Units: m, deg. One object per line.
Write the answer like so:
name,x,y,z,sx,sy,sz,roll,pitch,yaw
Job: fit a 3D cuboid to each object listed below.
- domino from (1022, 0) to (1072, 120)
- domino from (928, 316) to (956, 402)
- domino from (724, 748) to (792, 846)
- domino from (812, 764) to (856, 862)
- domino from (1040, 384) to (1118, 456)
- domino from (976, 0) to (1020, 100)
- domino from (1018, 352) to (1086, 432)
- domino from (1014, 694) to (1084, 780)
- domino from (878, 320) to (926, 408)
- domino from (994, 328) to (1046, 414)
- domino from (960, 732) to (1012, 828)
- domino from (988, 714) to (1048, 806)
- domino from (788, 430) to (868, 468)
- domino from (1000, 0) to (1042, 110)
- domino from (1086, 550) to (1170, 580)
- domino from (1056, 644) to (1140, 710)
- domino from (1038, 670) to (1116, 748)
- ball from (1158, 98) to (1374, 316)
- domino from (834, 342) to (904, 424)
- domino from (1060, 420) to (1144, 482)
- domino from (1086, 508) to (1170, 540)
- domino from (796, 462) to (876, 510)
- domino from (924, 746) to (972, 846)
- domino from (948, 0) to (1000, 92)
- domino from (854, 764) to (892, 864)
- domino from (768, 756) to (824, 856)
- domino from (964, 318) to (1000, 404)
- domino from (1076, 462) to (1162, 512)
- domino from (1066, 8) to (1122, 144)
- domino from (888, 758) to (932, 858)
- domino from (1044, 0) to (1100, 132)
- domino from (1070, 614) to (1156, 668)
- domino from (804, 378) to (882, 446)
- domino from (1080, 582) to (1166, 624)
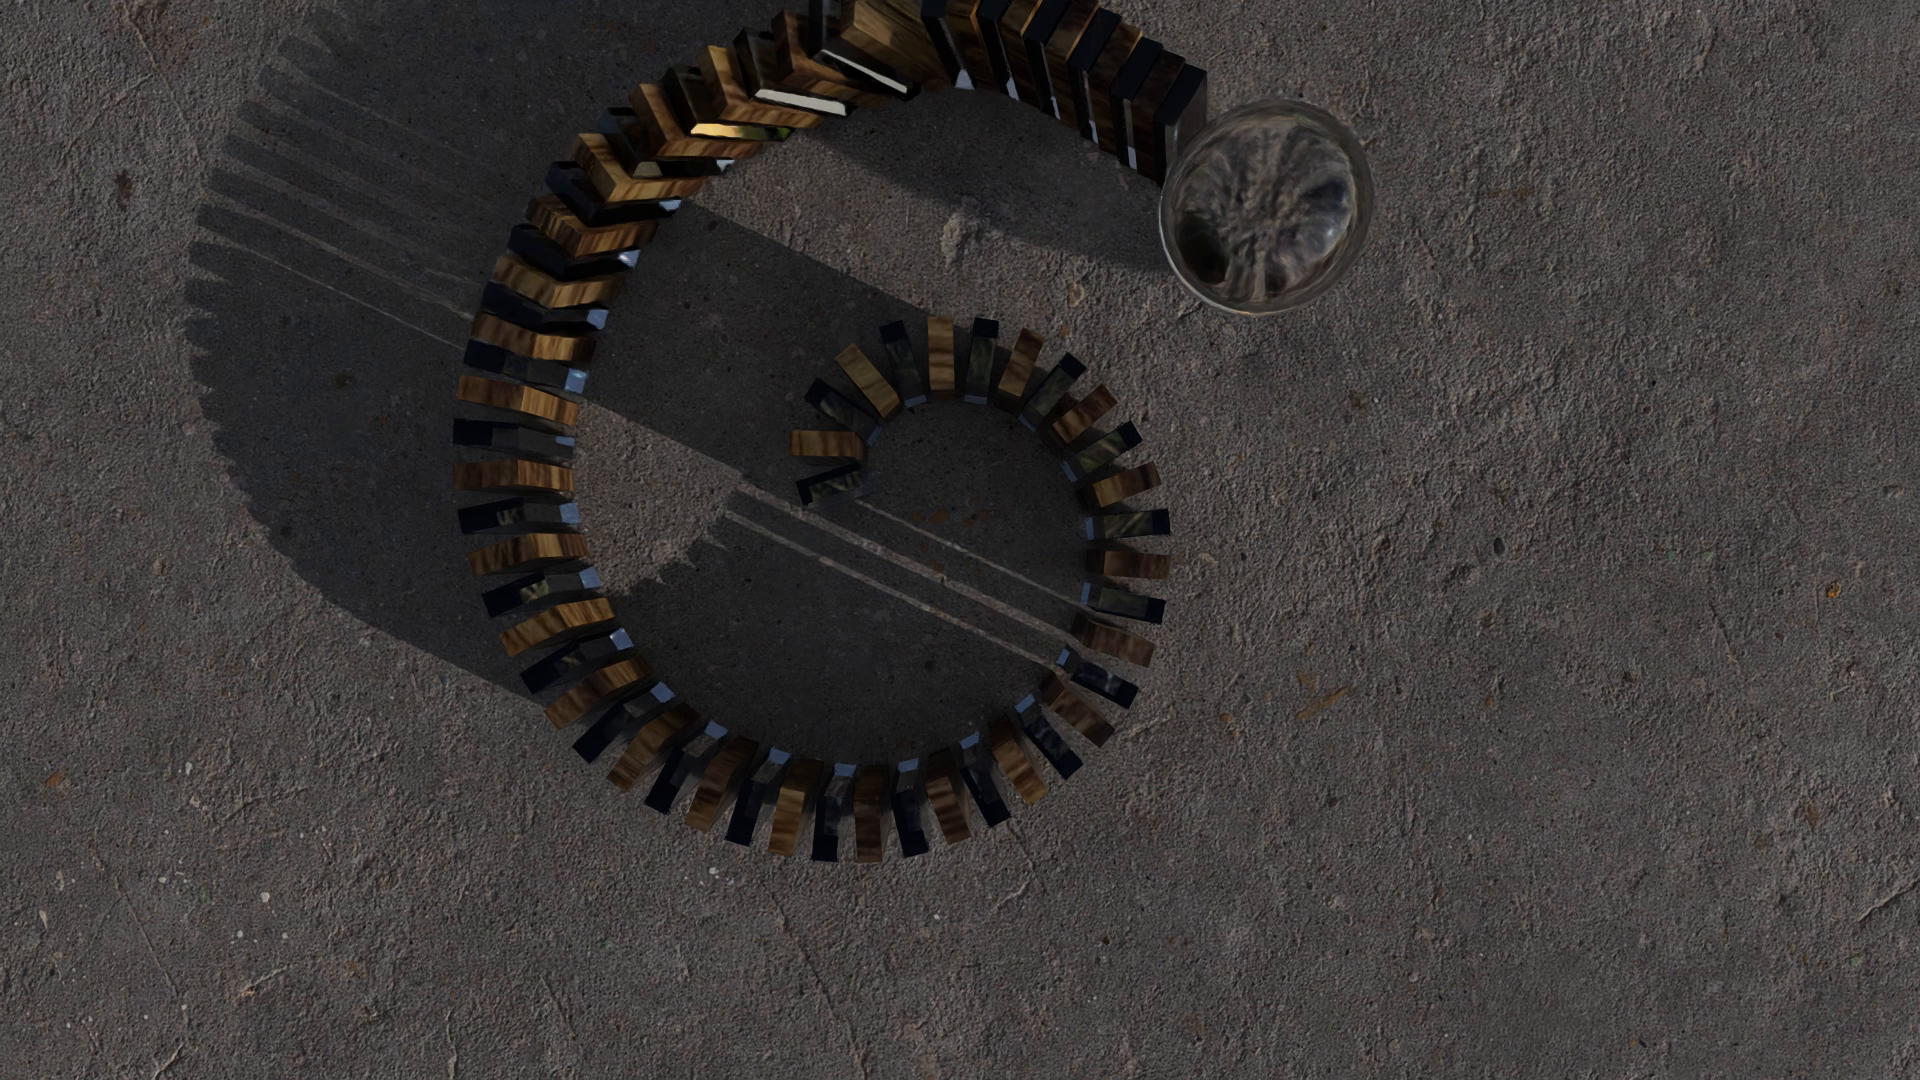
domino,0.040,-0.199,0.375,0.010,0.050,0.025,31,90,16
domino,-0.007,-0.073,0.375,0.010,0.050,0.025,-2,90,0
domino,-0.082,0.104,0.375,0.009,0.050,0.025,17,90,0
domino,-0.051,0.110,0.375,0.009,0.050,0.025,6,90,0
domino,0.048,-0.048,0.375,0.025,0.050,0.009,-40,90,0
domino,0.022,-0.207,0.375,0.009,0.050,0.025,31,90,16
domino,0.037,-0.060,0.375,0.009,0.050,0.025,41,90,0
domino,0.036,0.079,0.375,0.009,0.050,0.025,-41,90,0
domino,-0.023,-0.071,0.375,0.009,0.050,0.025,-18,90,0
domino,0.024,-0.068,0.375,0.009,0.050,0.025,23,90,0
domino,0.010,0.097,0.375,0.009,0.050,0.025,-28,90,0
domino,0.023,0.089,0.375,0.009,0.050,0.025,-34,90,0
domino,-0.053,-0.037,0.375,0.025,0.050,0.010,1,90,0
domino,0.031,-0.203,0.375,0.009,0.050,0.025,31,90,16
domino,0.068,0.010,0.375,0.025,0.050,0.010,4,90,0
domino,0.055,0.055,0.375,0.025,0.050,0.010,27,90,0
domino,0.047,0.068,0.375,0.025,0.050,0.010,39,90,0
ball,0.119,-0.129,0.360,0.080,0.080,0.080,0,90,0
domino,-0.036,-0.063,0.375,0.009,0.050,0.025,-40,90,0
domino,0.057,-0.035,0.375,0.025,0.050,0.010,-31,90,0
domino,0.068,-0.006,0.375,0.025,0.050,0.010,-6,90,0
domino,-0.050,-0.022,0.375,0.025,0.050,0.010,-18,90,0
domino,-0.005,0.103,0.375,0.010,0.050,0.025,-22,90,0
domino,0.011,-0.210,0.375,0.009,0.050,0.025,23,90,16
domino,-0.035,0.111,0.375,0.010,0.050,0.025,-3,90,0
domino,-0.066,0.108,0.375,0.010,0.050,0.025,12,90,0
domino,0.008,-0.072,0.375,0.010,0.050,0.025,9,90,0
domino,0.064,-0.021,0.375,0.025,0.050,0.010,-21,90,0
domino,0.057,-0.188,0.375,0.010,0.050,0.025,30,90,16
domino,-0.020,0.108,0.375,0.009,0.050,0.025,-14,90,0
domino,0.049,-0.193,0.375,0.009,0.050,0.025,31,90,16
domino,0.061,0.040,0.375,0.025,0.050,0.010,19,90,0
domino,-0.047,-0.051,0.375,0.025,0.050,0.010,34,90,0
domino,0.066,0.025,0.375,0.025,0.050,0.010,11,90,0
